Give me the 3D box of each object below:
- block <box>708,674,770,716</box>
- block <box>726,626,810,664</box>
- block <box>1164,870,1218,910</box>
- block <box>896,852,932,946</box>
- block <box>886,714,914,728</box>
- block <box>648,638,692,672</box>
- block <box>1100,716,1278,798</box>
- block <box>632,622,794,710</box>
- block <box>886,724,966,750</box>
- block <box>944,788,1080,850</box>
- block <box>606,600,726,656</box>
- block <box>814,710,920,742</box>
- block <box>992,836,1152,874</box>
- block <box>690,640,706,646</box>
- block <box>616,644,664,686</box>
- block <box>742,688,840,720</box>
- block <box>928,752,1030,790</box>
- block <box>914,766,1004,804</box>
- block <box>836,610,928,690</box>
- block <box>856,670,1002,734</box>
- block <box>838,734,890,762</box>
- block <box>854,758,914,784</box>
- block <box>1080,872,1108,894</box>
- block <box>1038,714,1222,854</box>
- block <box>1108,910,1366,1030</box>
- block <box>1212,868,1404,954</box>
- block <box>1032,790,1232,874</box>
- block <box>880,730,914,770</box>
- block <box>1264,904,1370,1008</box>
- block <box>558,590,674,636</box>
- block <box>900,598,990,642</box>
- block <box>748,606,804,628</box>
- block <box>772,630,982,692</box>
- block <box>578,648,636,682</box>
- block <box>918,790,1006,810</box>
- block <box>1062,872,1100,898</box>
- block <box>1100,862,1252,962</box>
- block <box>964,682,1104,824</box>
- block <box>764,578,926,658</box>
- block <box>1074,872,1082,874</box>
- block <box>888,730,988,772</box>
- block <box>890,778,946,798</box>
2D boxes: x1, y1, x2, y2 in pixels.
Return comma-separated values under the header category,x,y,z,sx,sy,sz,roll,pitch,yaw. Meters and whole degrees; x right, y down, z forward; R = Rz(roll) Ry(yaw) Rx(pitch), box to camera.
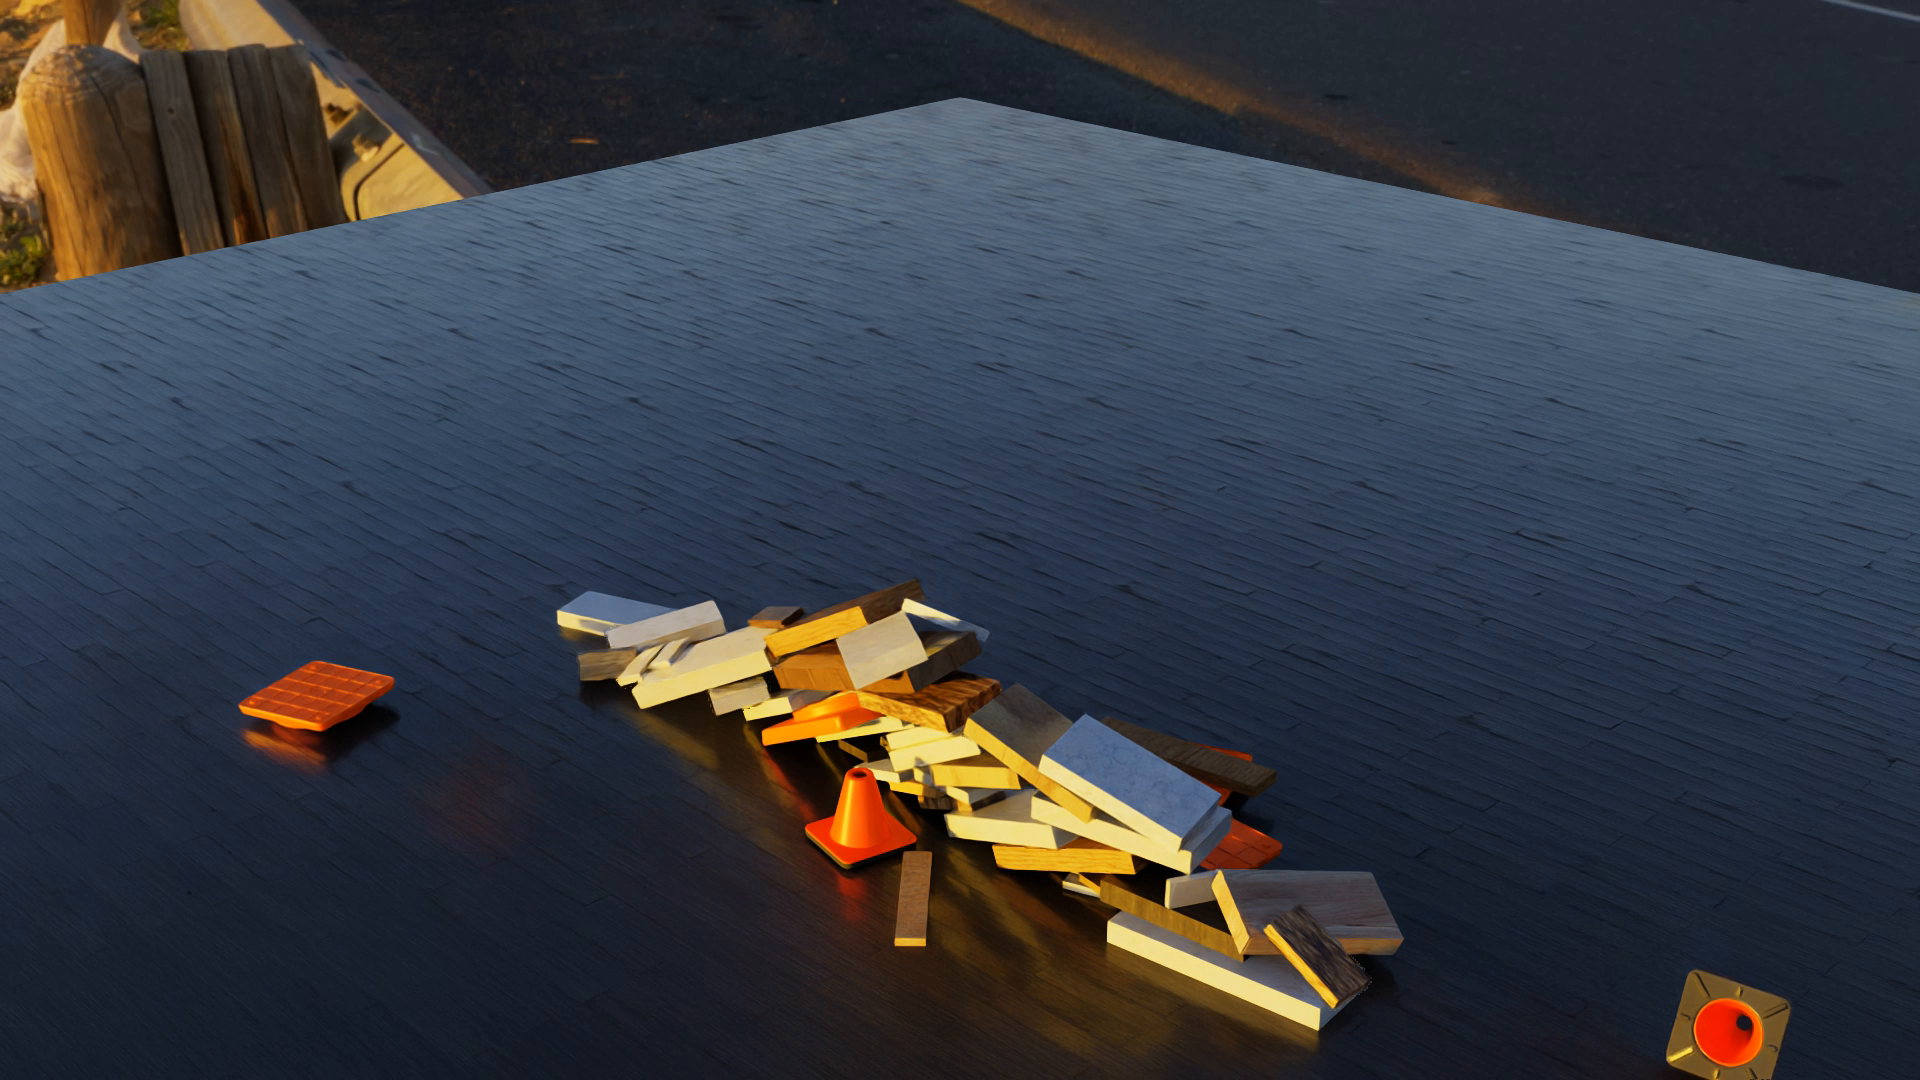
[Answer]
category,x,y,z,sx,sy,sz,roll,pitch,yaw
block,-0.489,0.327,4.829,0.122,0.035,0.244,-17,10,-7
block,-0.325,0.248,4.879,0.130,0.037,0.565,-17,16,-32
block,0.426,0.630,3.974,0.112,0.056,0.016,-8,29,-18
block,-0.086,0.674,4.152,0.056,0.016,0.305,1,23,1
block,-0.112,0.312,4.458,0.112,0.032,0.223,-23,21,-18
block,-0.655,0.258,4.960,0.056,0.016,0.112,-17,19,26
block,0.454,0.447,4.555,0.413,0.025,0.088,16,27,34
block,-0.543,0.271,4.876,0.346,0.049,0.173,-17,18,23
block,-0.041,0.375,4.433,0.112,0.032,0.223,-20,0,-37
block,0.136,0.538,4.285,0.166,0.047,0.332,-21,10,-36
block,-0.683,0.214,5.106,0.261,0.037,0.130,-16,22,-11
block,-0.160,0.375,4.600,0.112,0.032,0.398,-20,2,-34
block,0.243,0.578,4.204,0.332,0.047,0.166,-5,14,41
block,-0.595,0.273,5.073,0.244,0.035,0.122,3,23,6
block,-0.718,0.283,4.963,0.064,0.018,0.129,-17,20,27
block,-0.367,0.344,4.751,0.122,0.035,0.244,-21,2,-30
block,0.082,0.434,4.261,0.146,0.041,0.292,-20,8,-34
block,-0.003,0.476,4.386,0.088,0.025,0.176,-20,23,-34
block,-0.157,0.215,4.332,0.150,0.043,0.301,-23,11,-4
block,-0.061,0.304,4.332,0.146,0.041,0.292,-29,23,-31
block,-0.193,0.437,4.659,0.076,0.022,0.153,-11,12,-25
block,-0.143,0.474,4.558,0.076,0.022,0.153,-20,13,-36
block,0.283,0.653,4.161,0.055,0.016,0.111,-16,28,-33
block,0.311,0.445,4.031,0.301,0.043,0.150,30,42,21
block,0.491,0.744,3.949,0.441,0.045,0.158,17,28,35
block,0.623,0.667,3.942,0.315,0.045,0.157,4,39,-22
block,0.319,0.510,4.095,0.332,0.047,0.166,16,30,28
block,-0.088,0.436,4.526,0.076,0.022,0.153,-19,36,-34
block,0.619,0.721,3.819,0.088,0.025,0.176,-22,59,-40
block,-0.819,0.185,5.277,0.261,0.037,0.130,11,25,24
block,-0.030,0.162,4.435,0.088,0.025,0.176,23,-2,-42
block,-0.407,0.171,4.870,0.064,0.018,0.129,-36,21,-35
block,-0.175,0.245,4.460,0.173,0.049,0.534,-29,13,-31
block,-0.802,0.283,5.008,0.129,0.064,0.018,-5,13,-11
block,0.002,0.515,4.423,0.088,0.025,0.176,-21,8,-35
block,0.258,0.657,4.192,0.111,0.016,0.055,11,25,24
block,0.430,0.663,4.027,0.315,0.045,0.158,18,29,36
block,0.171,0.397,4.120,0.301,0.043,0.150,35,43,24
block,-0.248,0.167,4.677,0.173,0.049,0.346,-26,4,-42
block,0.211,0.618,4.257,0.055,0.016,0.111,-19,18,-37
block,0.004,0.398,4.353,0.146,0.041,0.318,-20,0,-35
block,-0.062,0.493,4.492,0.088,0.025,0.176,-19,10,-32
